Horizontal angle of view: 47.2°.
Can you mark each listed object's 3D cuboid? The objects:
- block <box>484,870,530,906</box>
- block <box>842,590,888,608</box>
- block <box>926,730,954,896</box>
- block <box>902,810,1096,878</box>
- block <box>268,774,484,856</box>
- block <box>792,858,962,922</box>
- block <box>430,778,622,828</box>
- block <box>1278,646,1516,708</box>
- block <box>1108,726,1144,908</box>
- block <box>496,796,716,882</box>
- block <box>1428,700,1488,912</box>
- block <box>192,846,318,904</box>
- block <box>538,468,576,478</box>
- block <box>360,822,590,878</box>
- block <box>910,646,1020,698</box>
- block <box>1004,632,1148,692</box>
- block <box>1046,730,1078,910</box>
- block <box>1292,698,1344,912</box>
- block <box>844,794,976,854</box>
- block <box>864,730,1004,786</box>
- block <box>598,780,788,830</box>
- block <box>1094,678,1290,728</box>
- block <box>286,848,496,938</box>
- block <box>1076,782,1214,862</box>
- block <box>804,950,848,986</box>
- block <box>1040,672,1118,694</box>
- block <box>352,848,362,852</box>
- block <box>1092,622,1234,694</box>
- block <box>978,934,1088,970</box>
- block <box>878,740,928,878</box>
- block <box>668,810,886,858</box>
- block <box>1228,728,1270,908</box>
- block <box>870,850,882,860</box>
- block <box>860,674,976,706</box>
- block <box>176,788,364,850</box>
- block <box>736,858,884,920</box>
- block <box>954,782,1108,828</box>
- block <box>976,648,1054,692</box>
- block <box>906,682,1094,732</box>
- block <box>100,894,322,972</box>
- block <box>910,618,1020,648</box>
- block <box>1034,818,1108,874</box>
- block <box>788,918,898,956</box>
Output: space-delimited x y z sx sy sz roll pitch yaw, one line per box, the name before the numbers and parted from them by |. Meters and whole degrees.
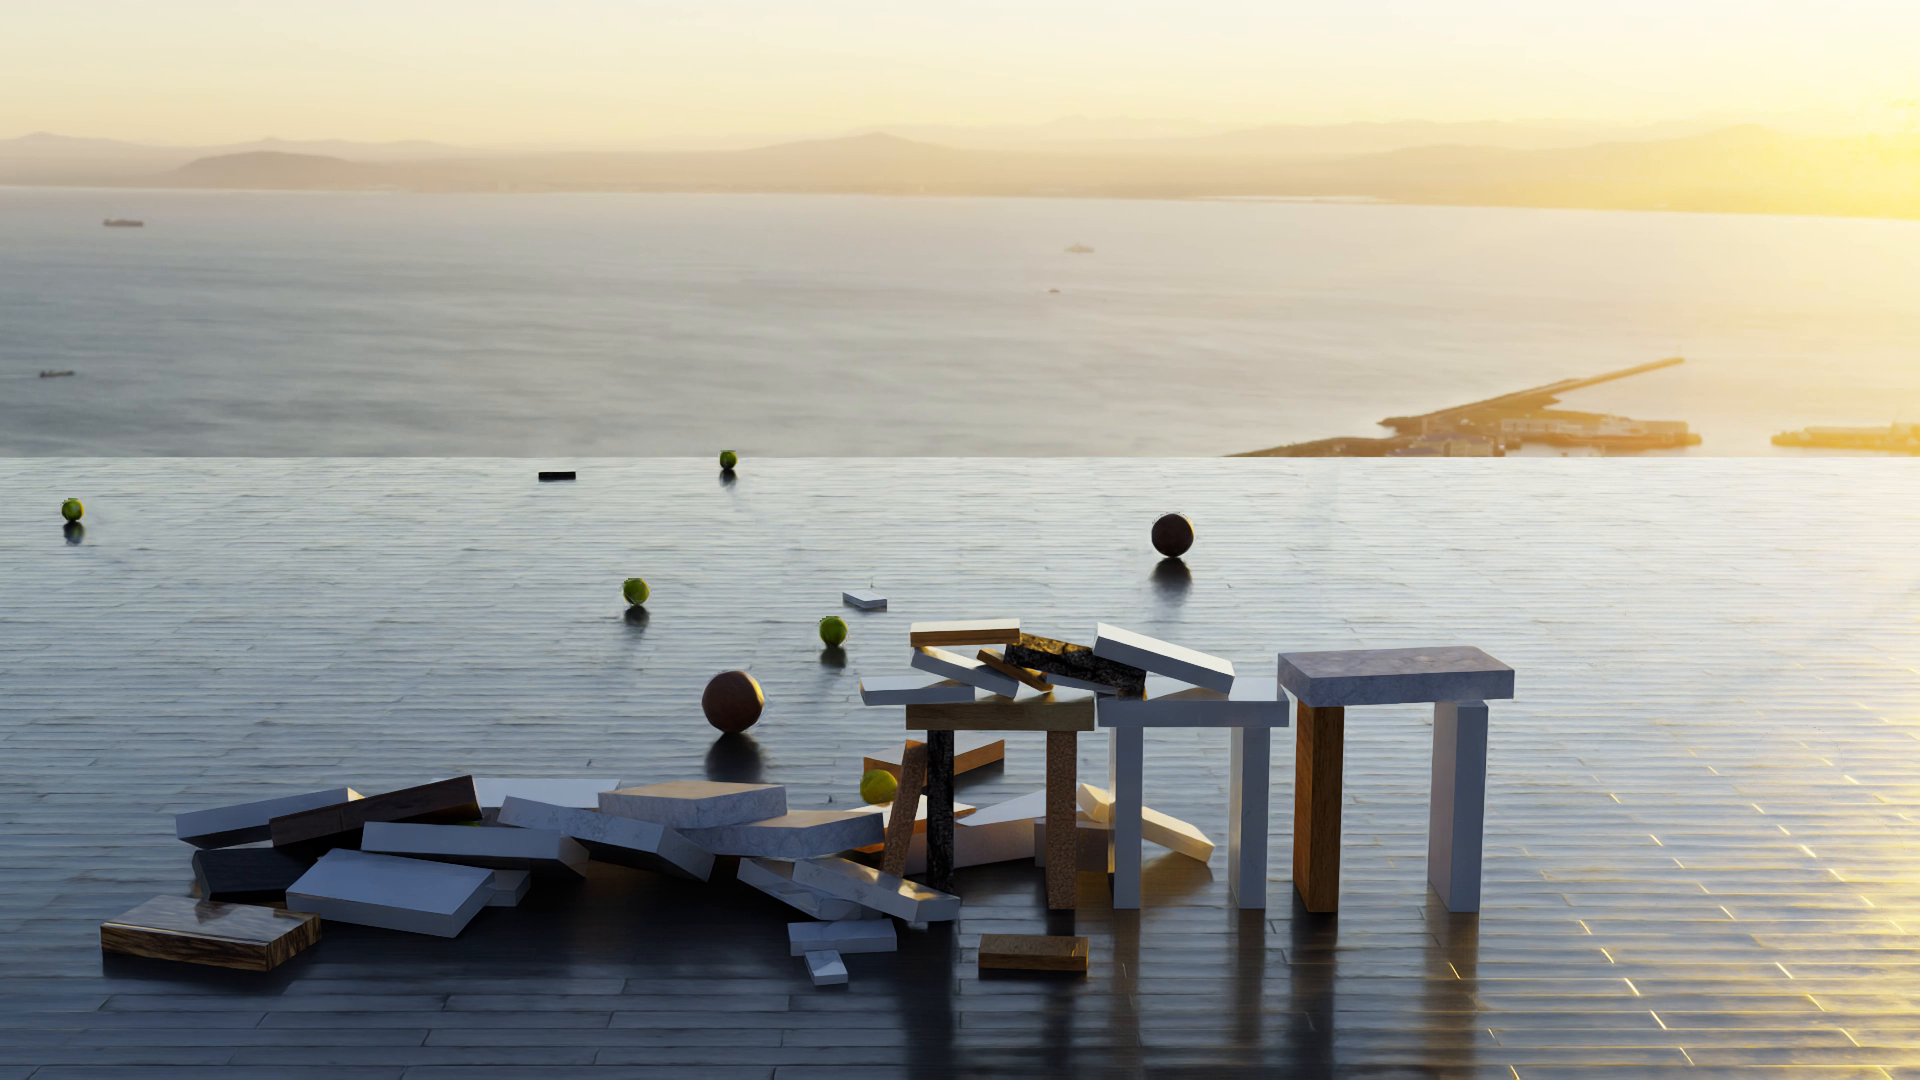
block | -0.824 0.578 3.660 0.196 0.028 0.098 1 11 3
block | -0.257 0.159 5.938 0.068 0.019 0.136 -6 12 -28
block | -0.033 0.441 3.638 0.043 0.303 0.152 0 11 -1
block | 0.067 0.526 3.823 0.376 0.068 0.019 -5 -16 -24
block | -0.996 0.479 3.769 0.337 0.048 0.168 -12 -15 -12
block | -0.135 0.560 3.533 0.246 0.035 0.123 13 1 33
block | -0.818 0.491 4.064 0.355 0.050 0.177 0 11 1
block | 0.715 0.223 3.622 0.345 0.049 0.172 -2 11 -9
block | 0.274 0.438 3.646 0.043 0.307 0.153 0 11 0
block | -0.602 0.509 3.741 0.337 0.048 0.168 6 -22 29
block | 0.822 0.421 3.636 0.049 0.345 0.172 0 11 0
block | -1.148 0.549 3.607 0.196 0.028 0.098 4 35 -39
block | -1.489 -0.248 8.130 0.136 0.019 0.068 -2 11 -9
block | -0.811 0.522 3.694 0.337 0.048 0.168 1 -19 8
block | 0.006 0.211 3.582 0.177 0.025 0.089 18 7 -5
block | 0.192 0.199 3.607 0.230 0.033 0.115 12 9 5
block | 0.167 0.441 3.642 0.043 0.303 0.152 0 11 0
block | 0.592 0.421 3.636 0.049 0.345 0.172 0 11 0
block | -0.115 0.507 3.940 0.138 0.039 0.275 7 8 42
block | -0.050 0.434 4.400 0.138 0.039 0.275 8 13 38
block | -0.475 0.464 3.873 0.177 0.050 0.355 -4 -1 -37
block | 0.377 0.266 3.614 0.307 0.043 0.153 0 11 0
block | -0.920 0.570 3.562 0.294 0.042 0.147 5 22 14
block | 0.321 0.494 3.847 0.230 0.033 0.115 22 5 -15
block | -0.203 0.646 3.327 0.050 0.014 0.101 -2 11 -12
block | 0.196 0.228 3.591 0.120 0.017 0.060 10 9 -8
block | -1.059 0.526 3.936 0.098 0.028 0.196 0 11 -2
block | 0.333 0.194 3.614 0.230 0.033 0.115 17 10 1
block | 0.113 0.633 3.376 0.165 0.023 0.082 1 11 5
block | -0.097 0.467 3.653 0.035 0.246 0.123 12 10 -3
block | -0.329 0.501 3.766 0.393 0.050 0.177 -6 -1 44
block | 0.478 0.438 3.646 0.043 0.307 0.153 0 11 0
block | -0.091 0.547 3.855 0.120 0.017 0.060 3 11 13
block | -0.070 0.243 3.571 0.177 0.025 0.089 -2 11 -9
block | -1.193 0.487 3.832 0.294 0.042 0.147 -9 -15 -3
block | -0.245 0.571 3.589 0.123 0.035 0.246 12 1 -39
block | 0.146 0.507 4.011 0.138 0.039 0.337 10 15 43
block | 0.092 0.213 3.607 0.124 0.017 0.060 26 7 18
block | 0.066 0.271 3.605 0.303 0.043 0.152 0 11 1
block | -1.169 0.612 3.434 0.294 0.042 0.147 3 11 17
block | 0.009 0.152 3.599 0.177 0.025 0.089 -2 8 2
block | 0.211 0.526 3.780 0.165 0.082 0.023 3 19 15
block | -0.185 0.621 3.440 0.165 0.023 0.082 -1 11 -8
